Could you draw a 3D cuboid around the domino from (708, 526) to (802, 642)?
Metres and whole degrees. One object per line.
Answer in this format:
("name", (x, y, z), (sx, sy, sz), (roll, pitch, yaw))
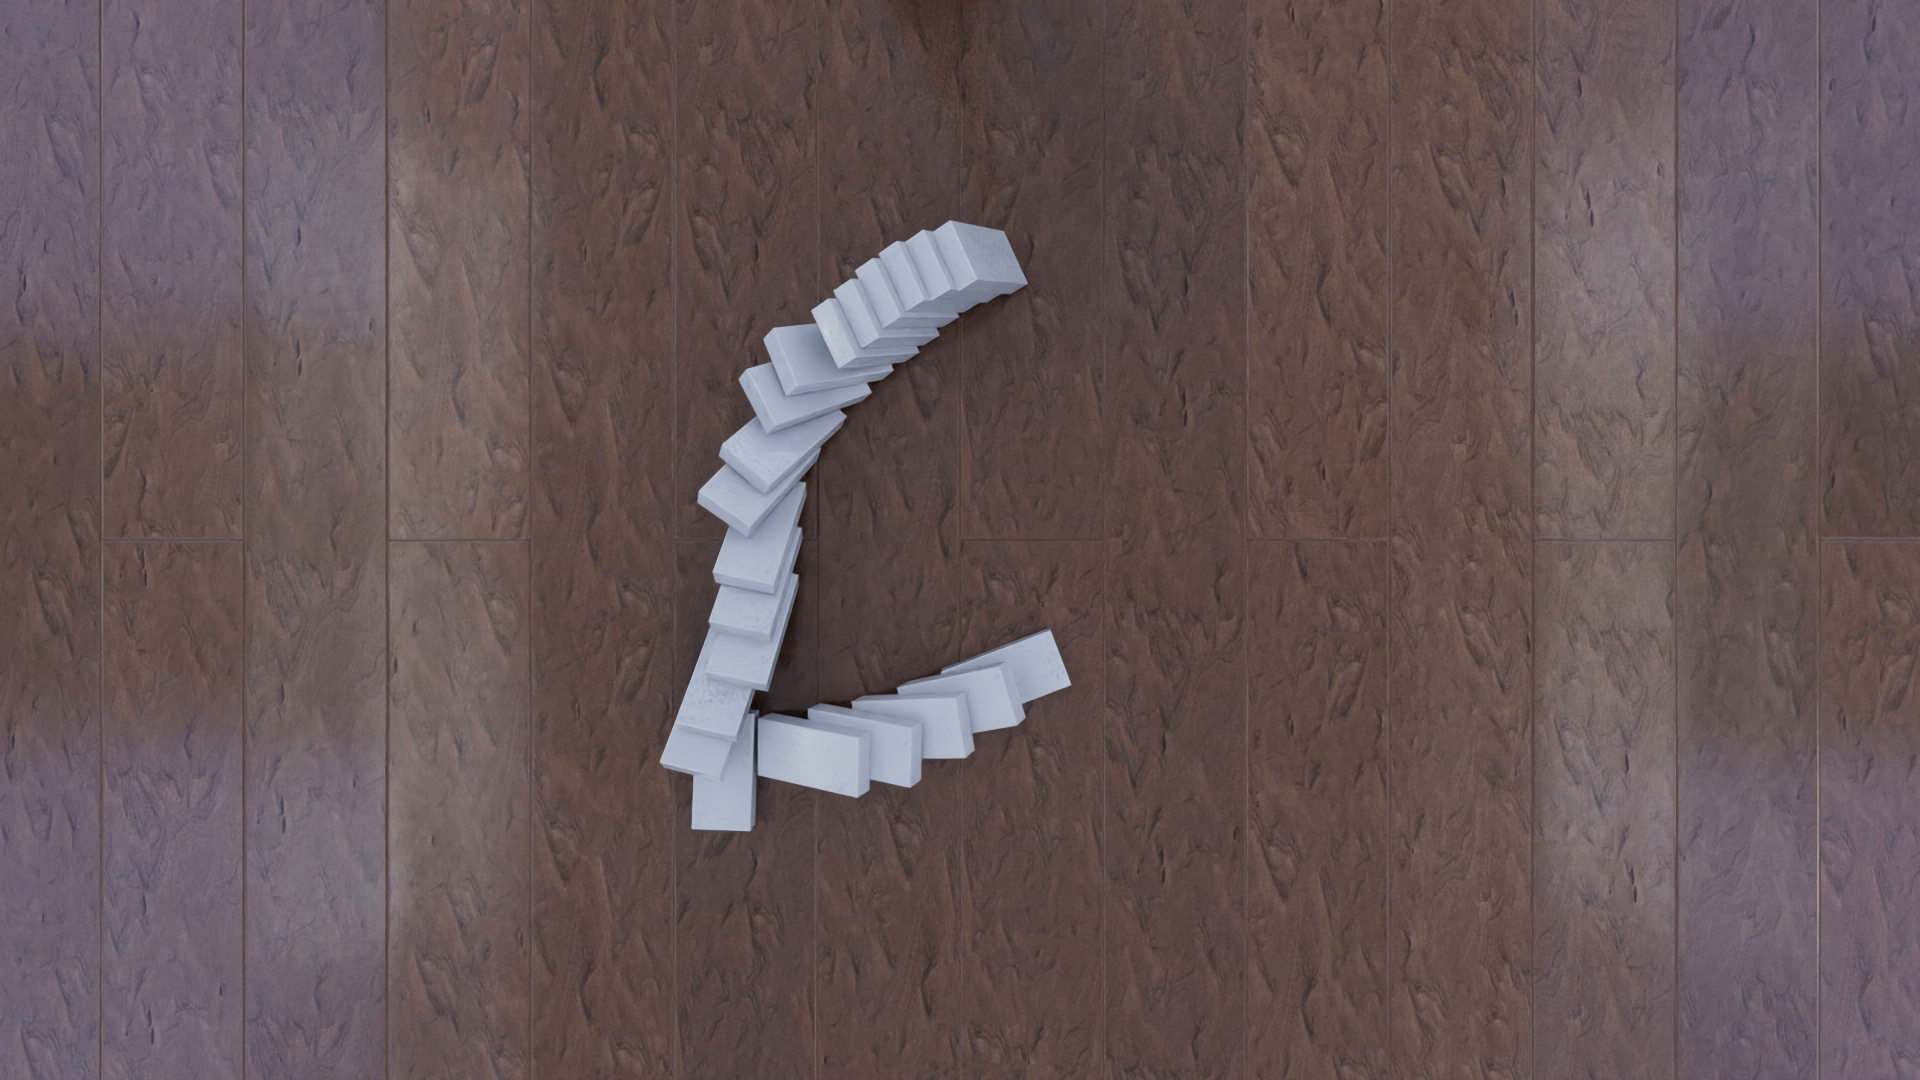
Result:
("domino", (-0.085, 0.016, 0.384), (0.025, 0.010, 0.050), (12, 61, 0))

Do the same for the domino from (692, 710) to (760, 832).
("domino", (-0.101, 0.099, 0.395), (0.025, 0.010, 0.050), (2, 90, 0))

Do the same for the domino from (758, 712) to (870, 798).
("domino", (-0.062, 0.090, 0.384), (0.050, 0.010, 0.025), (5, 97, 25))

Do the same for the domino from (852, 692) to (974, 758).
("domino", (-0.020, 0.078, 0.384), (0.050, 0.010, 0.025), (-7, 94, 27))

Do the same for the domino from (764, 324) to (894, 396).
("domino", (-0.054, -0.076, 0.379), (0.050, 0.010, 0.025), (-19, 84, -41))

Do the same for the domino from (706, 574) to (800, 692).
("domino", (-0.086, 0.036, 0.384), (0.025, 0.009, 0.050), (12, 62, -1))

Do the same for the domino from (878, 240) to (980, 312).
("domino", (-0.011, -0.107, 0.376), (0.010, 0.050, 0.025), (-25, 90, 30))

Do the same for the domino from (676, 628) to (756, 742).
("domino", (-0.097, 0.057, 0.383), (0.025, 0.010, 0.050), (13, 62, 0))

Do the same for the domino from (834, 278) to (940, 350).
("domino", (-0.029, -0.093, 0.376), (0.010, 0.050, 0.025), (-25, 90, 30))

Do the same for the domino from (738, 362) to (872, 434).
("domino", (-0.064, -0.064, 0.381), (0.050, 0.009, 0.025), (-27, 90, -38))

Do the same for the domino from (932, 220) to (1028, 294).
("domino", (0.009, -0.115, 0.376), (0.009, 0.050, 0.025), (-25, 90, 30))

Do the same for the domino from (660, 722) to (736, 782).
("domino", (-0.104, 0.073, 0.384), (0.025, 0.010, 0.050), (14, 62, 0))

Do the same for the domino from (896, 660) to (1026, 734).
("domino", (0.000, 0.068, 0.383), (0.050, 0.010, 0.025), (-16, 92, 27))

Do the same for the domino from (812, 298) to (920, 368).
("domino", (-0.038, -0.085, 0.376), (0.010, 0.050, 0.025), (-25, 90, 30))

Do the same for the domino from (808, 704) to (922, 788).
("domino", (-0.040, 0.085, 0.384), (0.050, 0.010, 0.025), (5, 98, 25))

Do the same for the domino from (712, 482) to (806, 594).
("domino", (-0.083, -0.004, 0.383), (0.025, 0.009, 0.050), (12, 60, 0))

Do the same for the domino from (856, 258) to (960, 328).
("domino", (-0.021, -0.101, 0.376), (0.010, 0.050, 0.025), (-25, 90, 30))

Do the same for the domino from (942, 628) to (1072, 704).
("domino", (0.020, 0.059, 0.395), (0.050, 0.010, 0.025), (-21, 90, 0))

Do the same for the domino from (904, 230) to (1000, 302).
("domino", (-0.001, -0.111, 0.376), (0.010, 0.050, 0.025), (-25, 90, 30))

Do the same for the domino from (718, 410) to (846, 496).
("domino", (-0.073, -0.044, 0.382), (0.025, 0.009, 0.050), (41, 56, 0))

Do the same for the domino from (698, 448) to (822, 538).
("domino", (-0.083, -0.027, 0.382), (0.025, 0.010, 0.050), (35, 56, 1))
